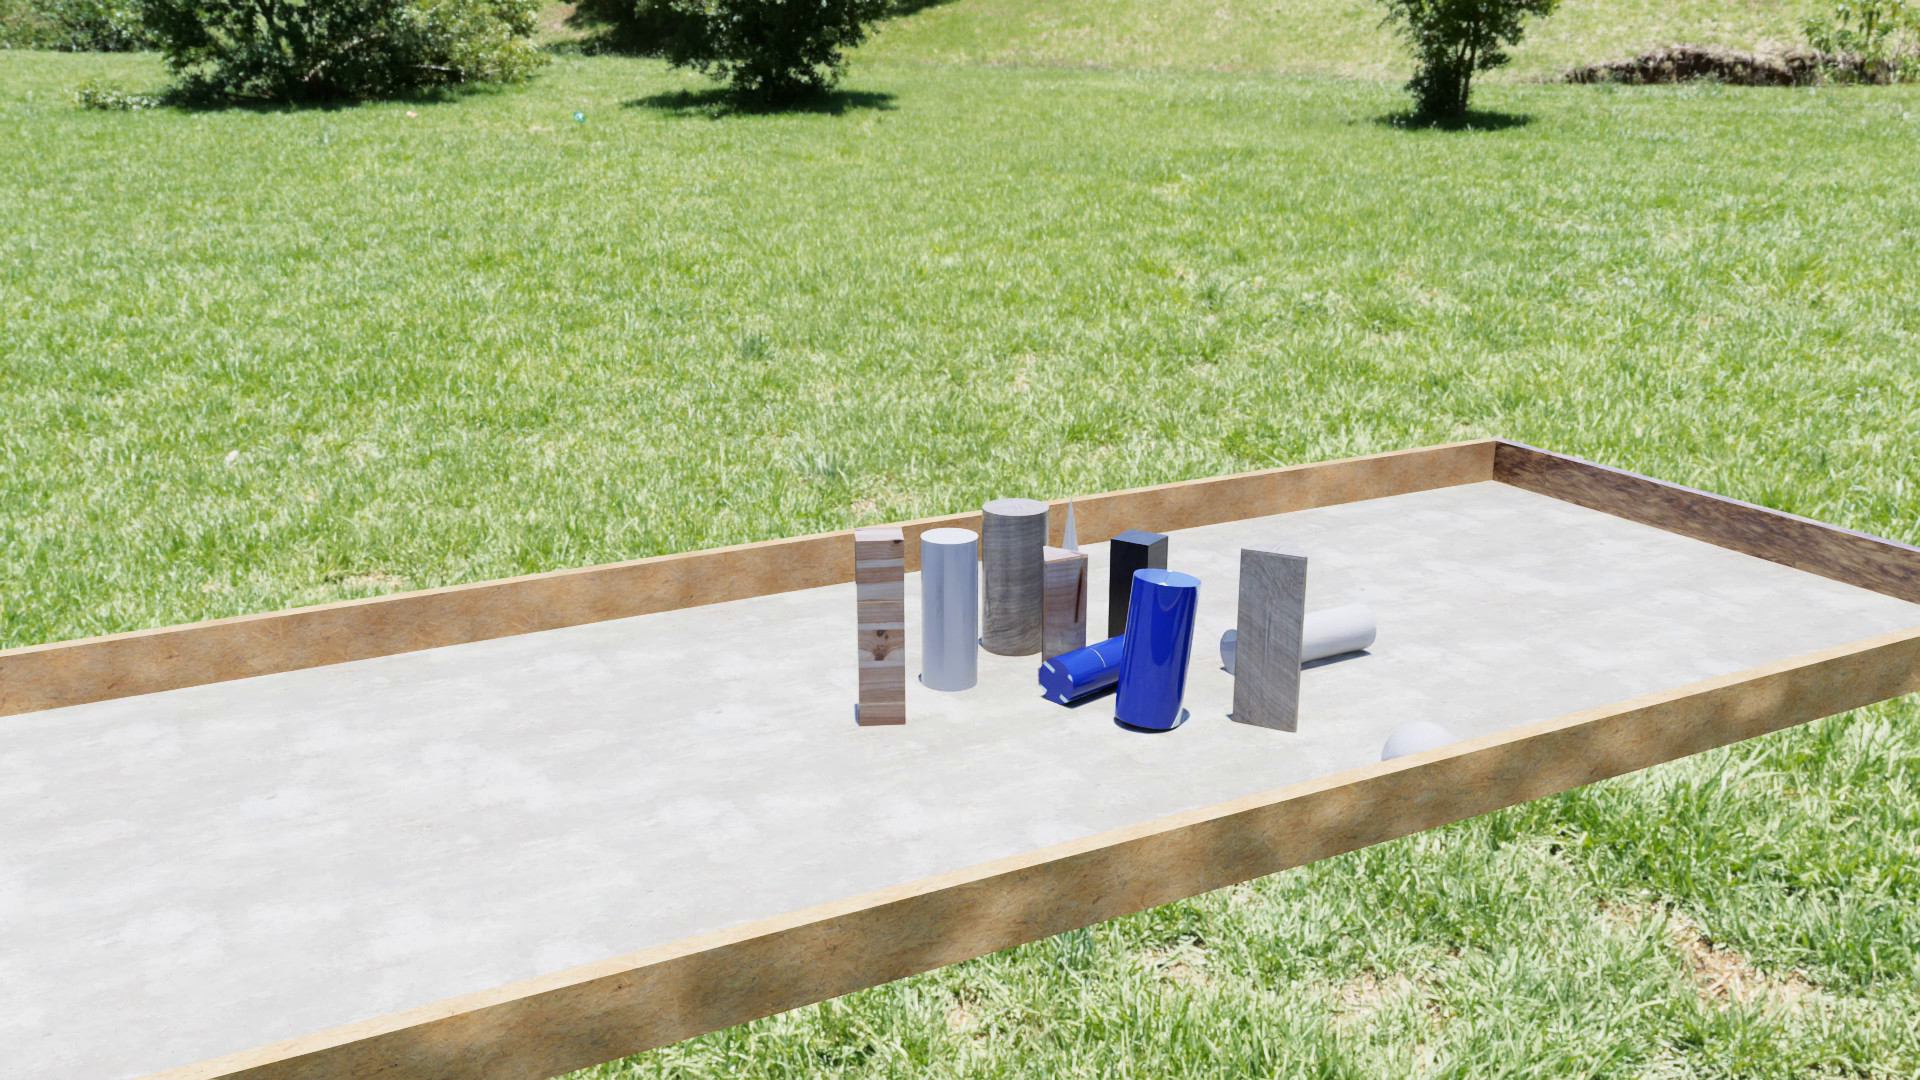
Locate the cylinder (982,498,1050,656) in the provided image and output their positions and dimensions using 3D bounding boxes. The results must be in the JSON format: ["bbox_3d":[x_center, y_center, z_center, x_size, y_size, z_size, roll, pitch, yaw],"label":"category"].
[{"bbox_3d":[0.145,0.097,4.345,0.174,0.383,0.174,0,16,0],"label":"cylinder"}]

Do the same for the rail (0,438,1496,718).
[{"bbox_3d":[-3.305,0.497,3.399,12.000,0.150,0.050,-9,18,-27],"label":"rail"}]

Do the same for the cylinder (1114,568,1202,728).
[{"bbox_3d":[0.461,0.253,3.857,0.158,0.342,0.158,6,13,-1],"label":"cylinder"}]

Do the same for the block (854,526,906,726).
[{"bbox_3d":[-0.187,0.203,3.859,0.109,0.453,0.109,-2,16,-5],"label":"block"}]

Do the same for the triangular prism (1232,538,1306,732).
[{"bbox_3d":[0.743,0.216,3.860,0.154,0.428,0.134,8,18,27],"label":"triangular prism"}]

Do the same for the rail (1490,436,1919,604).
[{"bbox_3d":[2.466,-0.048,5.253,0.050,0.150,2.100,-9,18,-27],"label":"rail"}]

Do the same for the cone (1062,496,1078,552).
[{"bbox_3d":[0.309,0.039,4.625,0.102,0.337,0.102,0,16,0],"label":"cone"}]

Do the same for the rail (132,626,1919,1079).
[{"bbox_3d":[-2.336,1.006,1.665,12.000,0.150,0.050,-9,18,-27],"label":"rail"}]

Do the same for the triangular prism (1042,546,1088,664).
[{"bbox_3d":[0.237,0.188,4.125,0.123,0.332,0.107,-9,19,-27],"label":"triangular prism"}]

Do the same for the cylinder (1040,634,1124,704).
[{"bbox_3d":[0.394,0.300,4.130,0.438,0.114,0.114,-14,22,-40],"label":"cylinder"}]

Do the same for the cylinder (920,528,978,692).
[{"bbox_3d":[-0.026,0.172,4.092,0.142,0.381,0.142,0,16,0],"label":"cylinder"}]

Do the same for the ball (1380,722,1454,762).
[{"bbox_3d":[0.972,0.465,3.483,0.164,0.164,0.164,0,16,0],"label":"ball"}]

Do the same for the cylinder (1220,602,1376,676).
[{"bbox_3d":[0.876,0.256,4.263,0.418,0.124,0.124,-9,19,-28],"label":"cylinder"}]

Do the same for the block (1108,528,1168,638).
[{"bbox_3d":[0.469,0.138,4.349,0.112,0.303,0.112,11,20,33],"label":"block"}]
